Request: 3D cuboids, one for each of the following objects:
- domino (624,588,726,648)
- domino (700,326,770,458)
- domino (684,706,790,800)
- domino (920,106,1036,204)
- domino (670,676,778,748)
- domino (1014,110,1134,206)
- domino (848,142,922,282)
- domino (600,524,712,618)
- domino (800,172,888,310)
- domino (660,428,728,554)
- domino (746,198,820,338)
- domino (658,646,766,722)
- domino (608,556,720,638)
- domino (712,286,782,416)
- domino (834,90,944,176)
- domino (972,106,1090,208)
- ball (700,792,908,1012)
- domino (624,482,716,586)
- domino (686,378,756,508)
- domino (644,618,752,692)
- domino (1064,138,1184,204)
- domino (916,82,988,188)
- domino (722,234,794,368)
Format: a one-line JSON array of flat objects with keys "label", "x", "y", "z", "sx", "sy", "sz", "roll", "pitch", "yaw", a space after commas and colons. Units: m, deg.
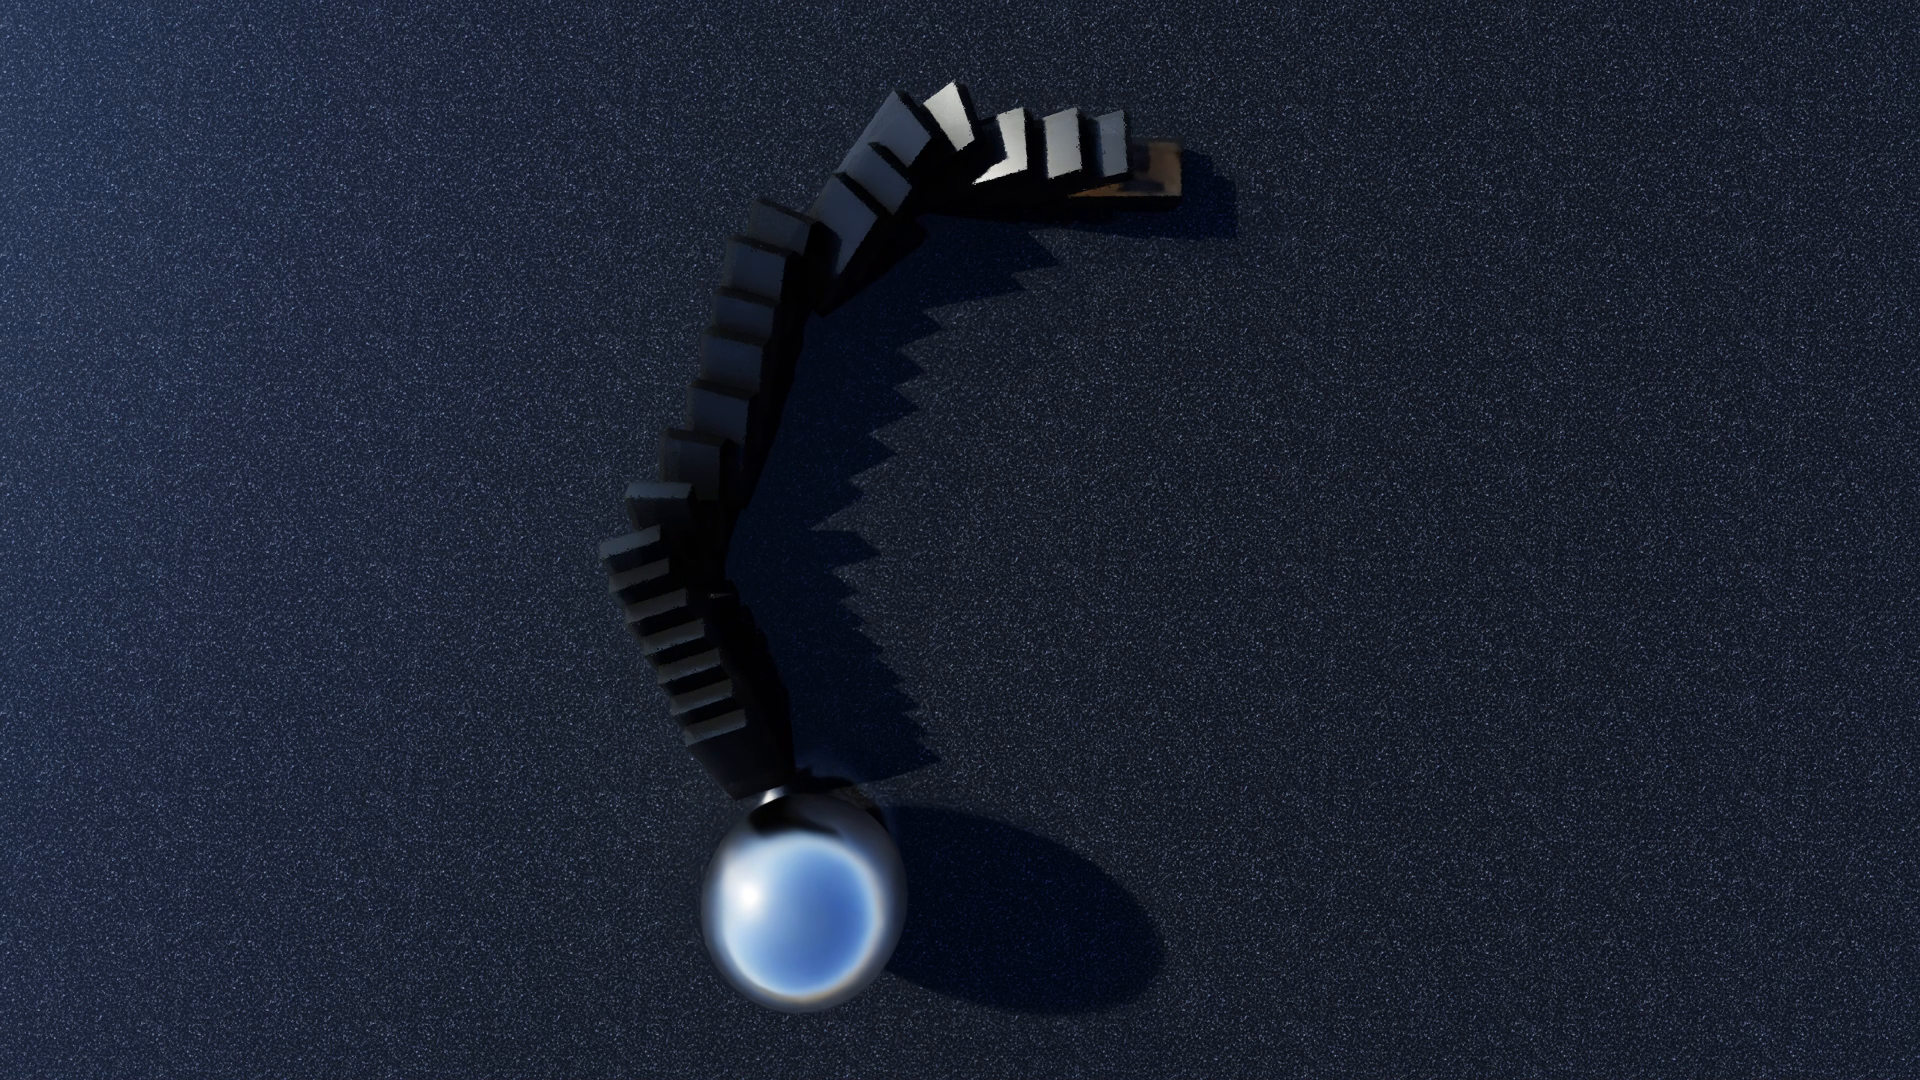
[{"label": "domino", "x": -0.115, "y": 0.042, "z": 0.378, "sx": 0.025, "sy": 0.050, "sz": 0.010, "roll": -17, "pitch": 47, "yaw": -1}, {"label": "domino", "x": -0.095, "y": -0.061, "z": 0.382, "sx": 0.025, "sy": 0.009, "sz": 0.050, "roll": 13, "pitch": 122, "yaw": 1}, {"label": "domino", "x": -0.091, "y": 0.089, "z": 0.378, "sx": 0.025, "sy": 0.050, "sz": 0.009, "roll": -18, "pitch": 48, "yaw": 0}, {"label": "domino", "x": 0.007, "y": -0.160, "z": 0.384, "sx": 0.050, "sy": 0.009, "sz": 0.025, "roll": -4, "pitch": 90, "yaw": 29}, {"label": "domino", "x": -0.096, "y": 0.077, "z": 0.378, "sx": 0.025, "sy": 0.050, "sz": 0.009, "roll": -18, "pitch": 48, "yaw": 0}, {"label": "domino", "x": 0.047, "y": -0.159, "z": 0.384, "sx": 0.050, "sy": 0.009, "sz": 0.025, "roll": -3, "pitch": 90, "yaw": 28}, {"label": "domino", "x": -0.040, "y": -0.136, "z": 0.382, "sx": 0.025, "sy": 0.009, "sz": 0.050, "roll": 43, "pitch": 125, "yaw": 0}, {"label": "domino", "x": -0.125, "y": 0.017, "z": 0.379, "sx": 0.025, "sy": 0.050, "sz": 0.009, "roll": -18, "pitch": 45, "yaw": 0}, {"label": "domino", "x": -0.054, "y": -0.124, "z": 0.382, "sx": 0.025, "sy": 0.010, "sz": 0.050, "roll": 44, "pitch": 124, "yaw": 0}, {"label": "domino", "x": -0.112, "y": -0.020, "z": 0.384, "sx": 0.025, "sy": 0.010, "sz": 0.050, "roll": 10, "pitch": 119, "yaw": 0}, {"label": "domino", "x": -0.078, "y": -0.113, "z": 0.383, "sx": 0.025, "sy": 0.009, "sz": 0.050, "roll": 23, "pitch": 120, "yaw": 0}, {"label": "domino", "x": -0.101, "y": 0.065, "z": 0.378, "sx": 0.025, "sy": 0.050, "sz": 0.009, "roll": -18, "pitch": 48, "yaw": 0}, {"label": "domino", "x": -0.121, "y": 0.030, "z": 0.379, "sx": 0.025, "sy": 0.050, "sz": 0.010, "roll": -18, "pitch": 46, "yaw": 0}, {"label": "domino", "x": -0.091, "y": -0.077, "z": 0.383, "sx": 0.025, "sy": 0.009, "sz": 0.050, "roll": 14, "pitch": 122, "yaw": 0}, {"label": "domino", "x": -0.032, "y": -0.157, "z": 0.381, "sx": 0.050, "sy": 0.009, "sz": 0.025, "roll": -41, "pitch": 85, "yaw": 35}, {"label": "domino", "x": 0.028, "y": -0.159, "z": 0.383, "sx": 0.050, "sy": 0.010, "sz": 0.025, "roll": -5, "pitch": 89, "yaw": 29}, {"label": "ball", "x": -0.061, "y": 0.141, "z": 0.360, "sx": 0.080, "sy": 0.080, "sz": 0.080, "roll": 0, "pitch": 90, "yaw": 0}, {"label": "domino", "x": -0.119, "y": -0.002, "z": 0.379, "sx": 0.025, "sy": 0.010, "sz": 0.050, "roll": 1, "pitch": 133, "yaw": 2}, {"label": "domino", "x": -0.101, "y": -0.040, "z": 0.383, "sx": 0.025, "sy": 0.010, "sz": 0.050, "roll": 14, "pitch": 120, "yaw": 0}, {"label": "domino", "x": -0.107, "y": 0.054, "z": 0.378, "sx": 0.025, "sy": 0.050, "sz": 0.009, "roll": -18, "pitch": 48, "yaw": 0}, {"label": "domino", "x": 0.070, "y": -0.159, "z": 0.395, "sx": 0.050, "sy": 0.010, "sz": 0.025, "roll": 0, "pitch": 90, "yaw": 0}, {"label": "domino", "x": -0.015, "y": -0.164, "z": 0.382, "sx": 0.050, "sy": 0.010, "sz": 0.025, "roll": -20, "pitch": 88, "yaw": 35}, {"label": "domino", "x": -0.086, "y": -0.098, "z": 0.382, "sx": 0.025, "sy": 0.010, "sz": 0.050, "roll": 18, "pitch": 122, "yaw": 3}]
